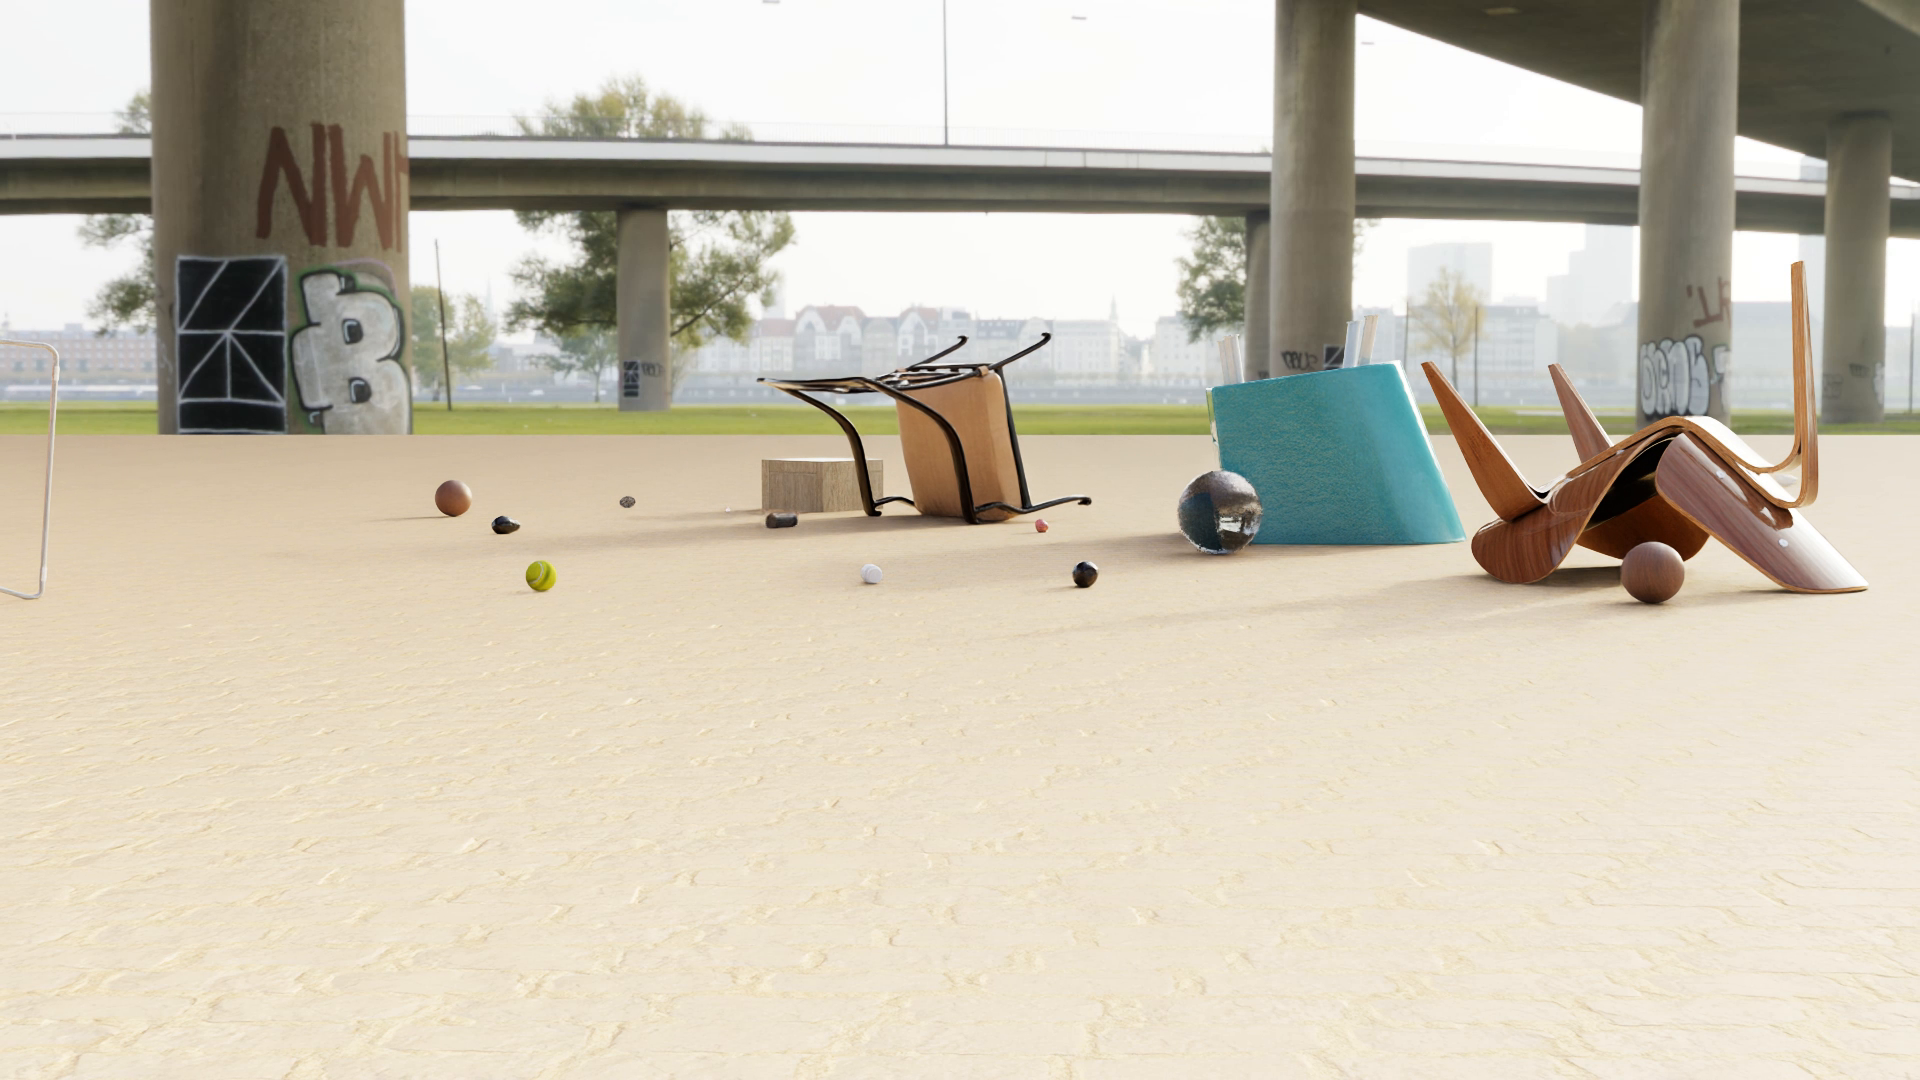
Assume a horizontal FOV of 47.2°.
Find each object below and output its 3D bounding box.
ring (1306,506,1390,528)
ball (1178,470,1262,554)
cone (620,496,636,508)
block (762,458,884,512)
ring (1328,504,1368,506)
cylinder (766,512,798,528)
[{"bbox_3d":[1.284,-0.078,7.269,0.272,0.059,0.347,2,4,22],"label":"ring"},{"bbox_3d":[0.706,-0.076,5.973,0.229,0.229,0.229,0,4,0],"label":"ball"},{"bbox_3d":[-1.255,-0.135,8.349,0.062,0.047,0.063,-2,-17,4],"label":"cone"},{"bbox_3d":[-0.514,-0.209,8.227,0.329,0.186,0.313,4,5,42],"label":"block"},{"bbox_3d":[1.333,-0.096,7.576,0.181,0.052,0.276,1,4,23],"label":"ring"},{"bbox_3d":[-0.575,-0.063,7.097,0.087,0.049,0.057,-4,-13,-43],"label":"cylinder"}]
